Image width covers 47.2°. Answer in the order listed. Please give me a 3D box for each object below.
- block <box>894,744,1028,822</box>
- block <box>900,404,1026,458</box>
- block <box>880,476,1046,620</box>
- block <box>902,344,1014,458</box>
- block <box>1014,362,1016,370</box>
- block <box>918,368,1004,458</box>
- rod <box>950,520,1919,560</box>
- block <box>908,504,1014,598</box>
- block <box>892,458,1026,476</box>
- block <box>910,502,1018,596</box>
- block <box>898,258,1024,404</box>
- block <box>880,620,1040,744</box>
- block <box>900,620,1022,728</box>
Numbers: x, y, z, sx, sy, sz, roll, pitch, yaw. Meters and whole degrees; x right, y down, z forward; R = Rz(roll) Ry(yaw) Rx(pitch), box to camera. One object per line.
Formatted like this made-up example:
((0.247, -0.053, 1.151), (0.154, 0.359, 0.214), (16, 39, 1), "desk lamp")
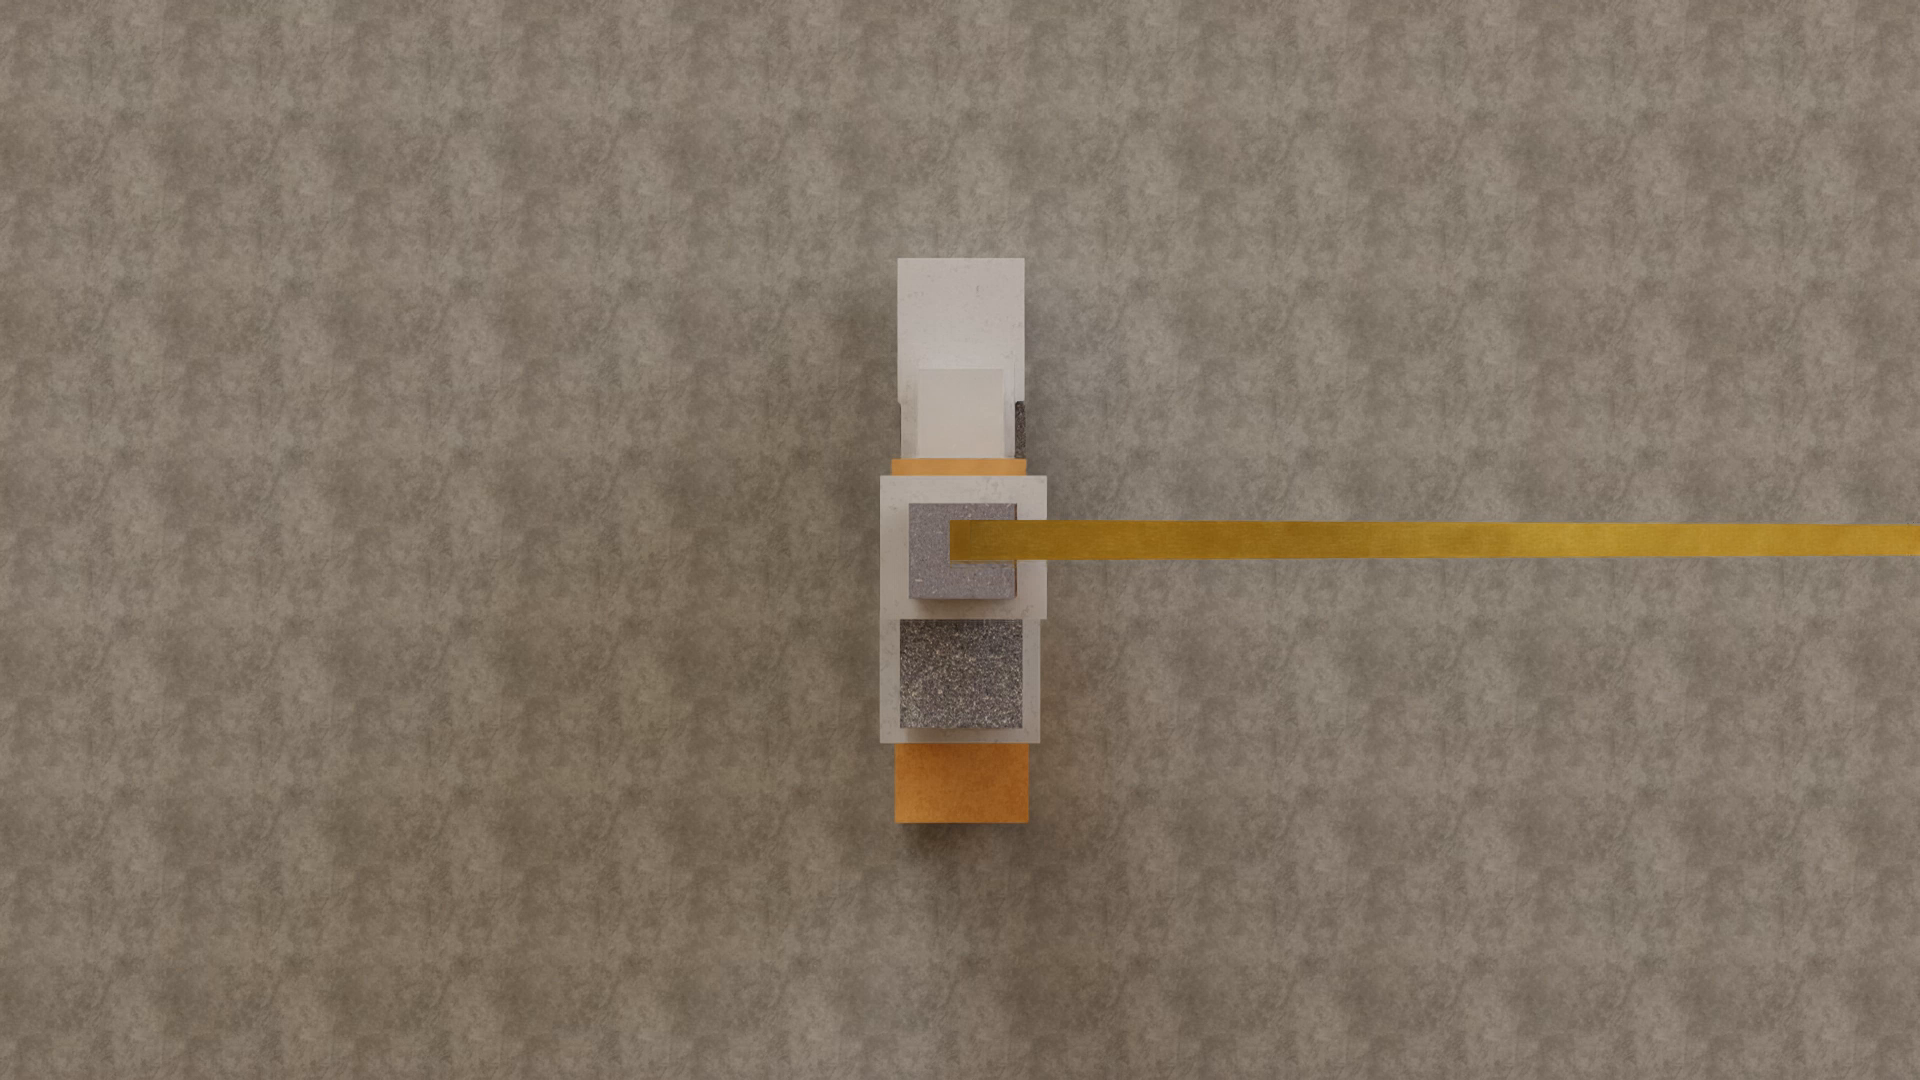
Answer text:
((0.010, 1.126, 12.551), (0.737, 0.897, 0.861), (0, 90, 0), "block")
((0.015, -0.400, 12.668), (0.702, 0.664, 0.718), (0, 90, 0), "block")
((0.014, 0.028, 9.819), (0.715, 0.744, 0.615), (0, 91, 0), "block")
((-0.012, -0.637, 11.150), (0.556, 0.652, 0.660), (0, 91, 0), "block")
((0.004, -0.635, 11.814), (0.566, 0.678, 0.599), (0, 91, 0), "block")
((0.003, -0.604, 10.636), (0.405, 0.376, 0.421), (0, 91, 0), "block")
((2.234, 0.000, 5.684), (5.200, 0.080, 0.080), (0, 90, -31), "rod")
((0.006, 0.040, 8.811), (0.413, 0.427, 0.372), (0, 91, 0), "block")
((-0.005, -0.084, 10.510), (0.625, 0.641, 0.595), (0, 91, 0), "block")
((0.016, 0.035, 9.235), (0.438, 0.423, 0.383), (0, 91, 0), "block")
((0.005, -1.163, 12.576), (0.701, 0.848, 0.788), (0, 90, 0), "block")
((-0.001, 0.662, 11.185), (0.791, 0.659, 0.659), (0, 92, 0), "block")
((0.006, 0.558, 10.568), (0.575, 0.564, 0.625), (0, 92, 0), "block")
